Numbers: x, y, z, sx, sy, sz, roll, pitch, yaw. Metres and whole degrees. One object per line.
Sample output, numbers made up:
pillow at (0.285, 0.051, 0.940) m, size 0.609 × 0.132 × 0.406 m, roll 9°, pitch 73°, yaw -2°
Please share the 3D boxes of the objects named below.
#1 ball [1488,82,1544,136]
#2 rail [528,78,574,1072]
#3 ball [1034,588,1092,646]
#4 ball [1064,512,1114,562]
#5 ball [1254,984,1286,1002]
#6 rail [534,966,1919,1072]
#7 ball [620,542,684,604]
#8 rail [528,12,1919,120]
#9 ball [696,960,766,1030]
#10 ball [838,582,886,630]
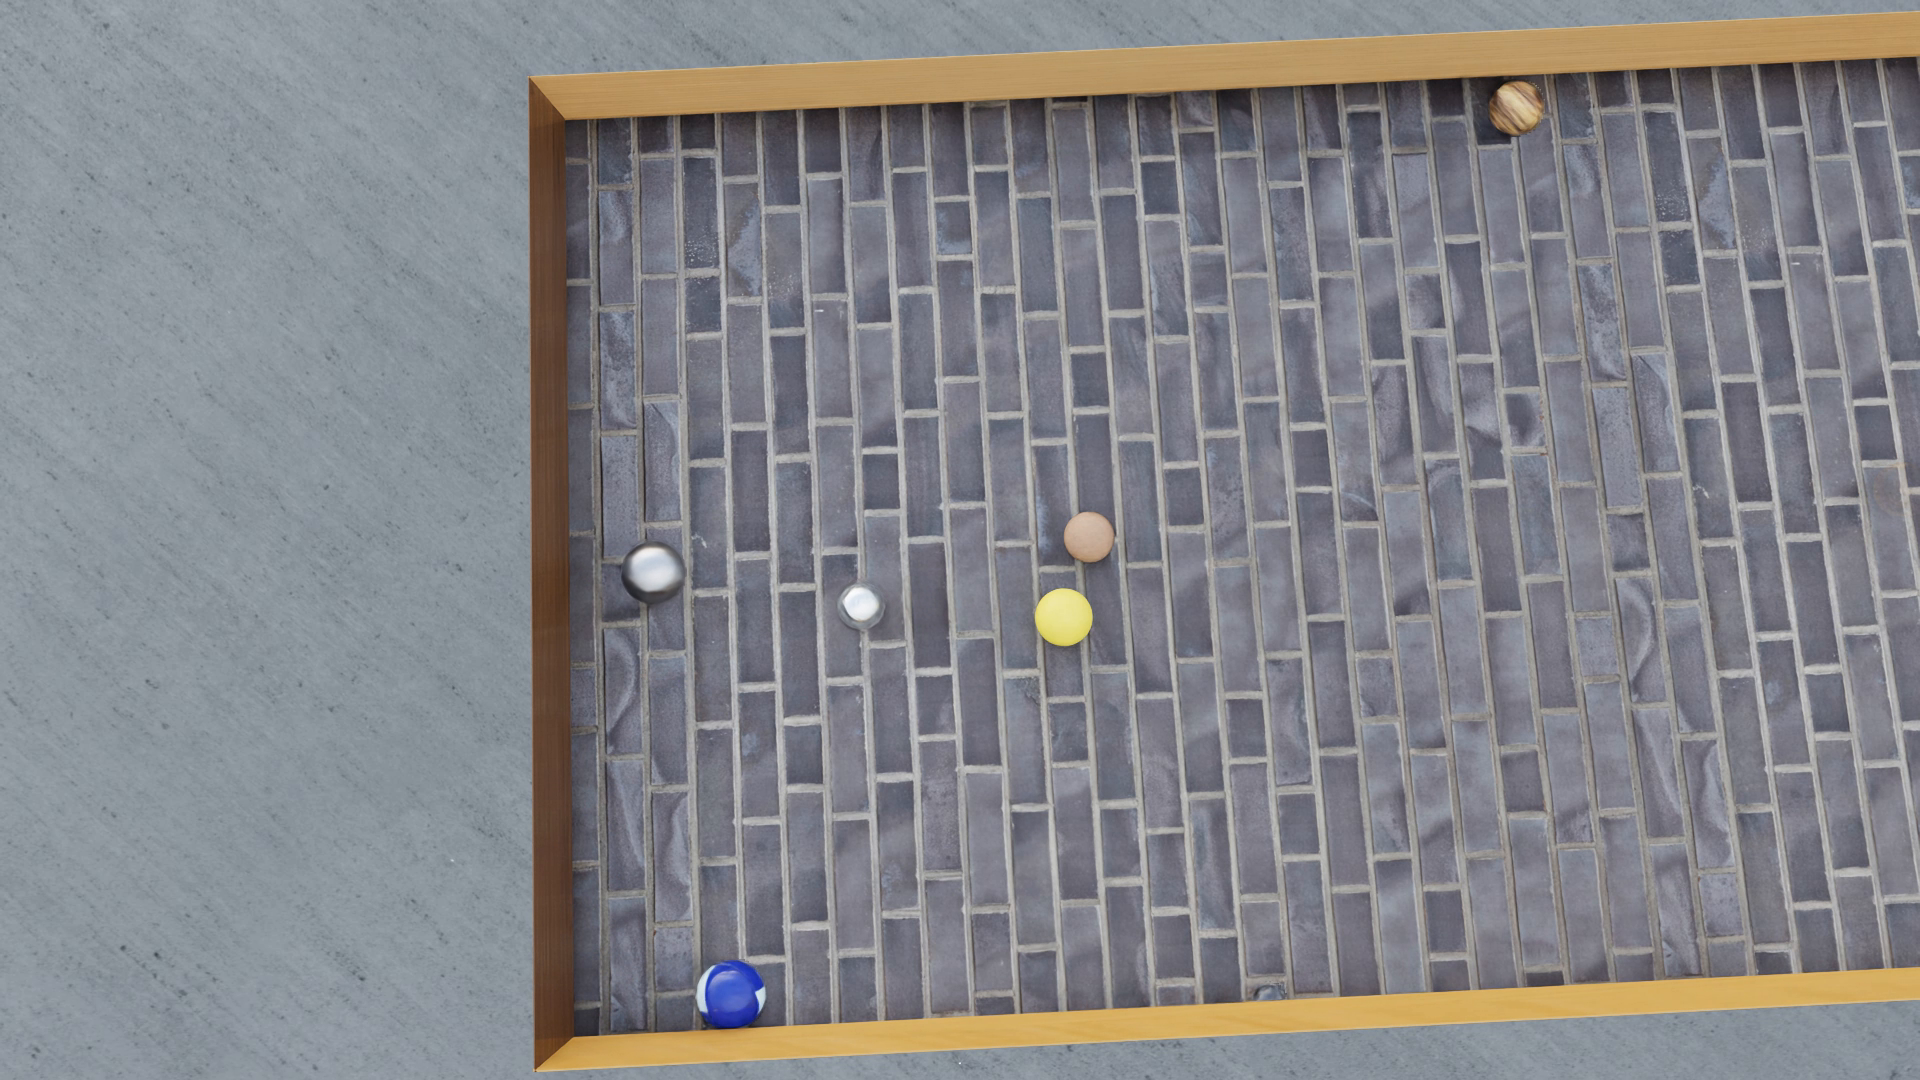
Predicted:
ball at (0.879, -0.683, 3.480) m, size 0.084 × 0.084 × 0.084 m, roll 0°, pitch 77°, yaw 0°
rail at (-0.607, 0.024, 3.288) m, size 0.045 × 0.128 × 1.499 m, roll -3°, pitch 77°, yaw -1°
ball at (0.155, 0.116, 3.288) m, size 0.086 × 0.086 × 0.086 m, roll 0°, pitch 77°, yaw 0°
ball at (0.195, -0.004, 3.321) m, size 0.078 × 0.078 × 0.078 m, roll 0°, pitch 77°, yaw 0°
ball at (0.447, 0.665, 3.178) m, size 0.046 × 0.046 × 0.046 m, roll 0°, pitch 77°, yaw 0°
rail at (0.667, 0.668, 3.134) m, size 2.525 × 0.128 × 0.045 m, roll -3°, pitch 77°, yaw -1°
ball at (-0.461, 0.049, 3.300) m, size 0.095 × 0.095 × 0.095 m, roll 0°, pitch 77°, yaw 0°
rail at (0.593, -0.742, 3.470) m, size 2.525 × 0.128 × 0.045 m, roll -3°, pitch 77°, yaw -1°
ball at (-0.329, 0.653, 3.154) m, size 0.098 × 0.098 × 0.098 m, roll 0°, pitch 77°, yaw 0°
ball at (-0.148, 0.099, 3.300) m, size 0.071 × 0.071 × 0.071 m, roll 0°, pitch 77°, yaw 0°
